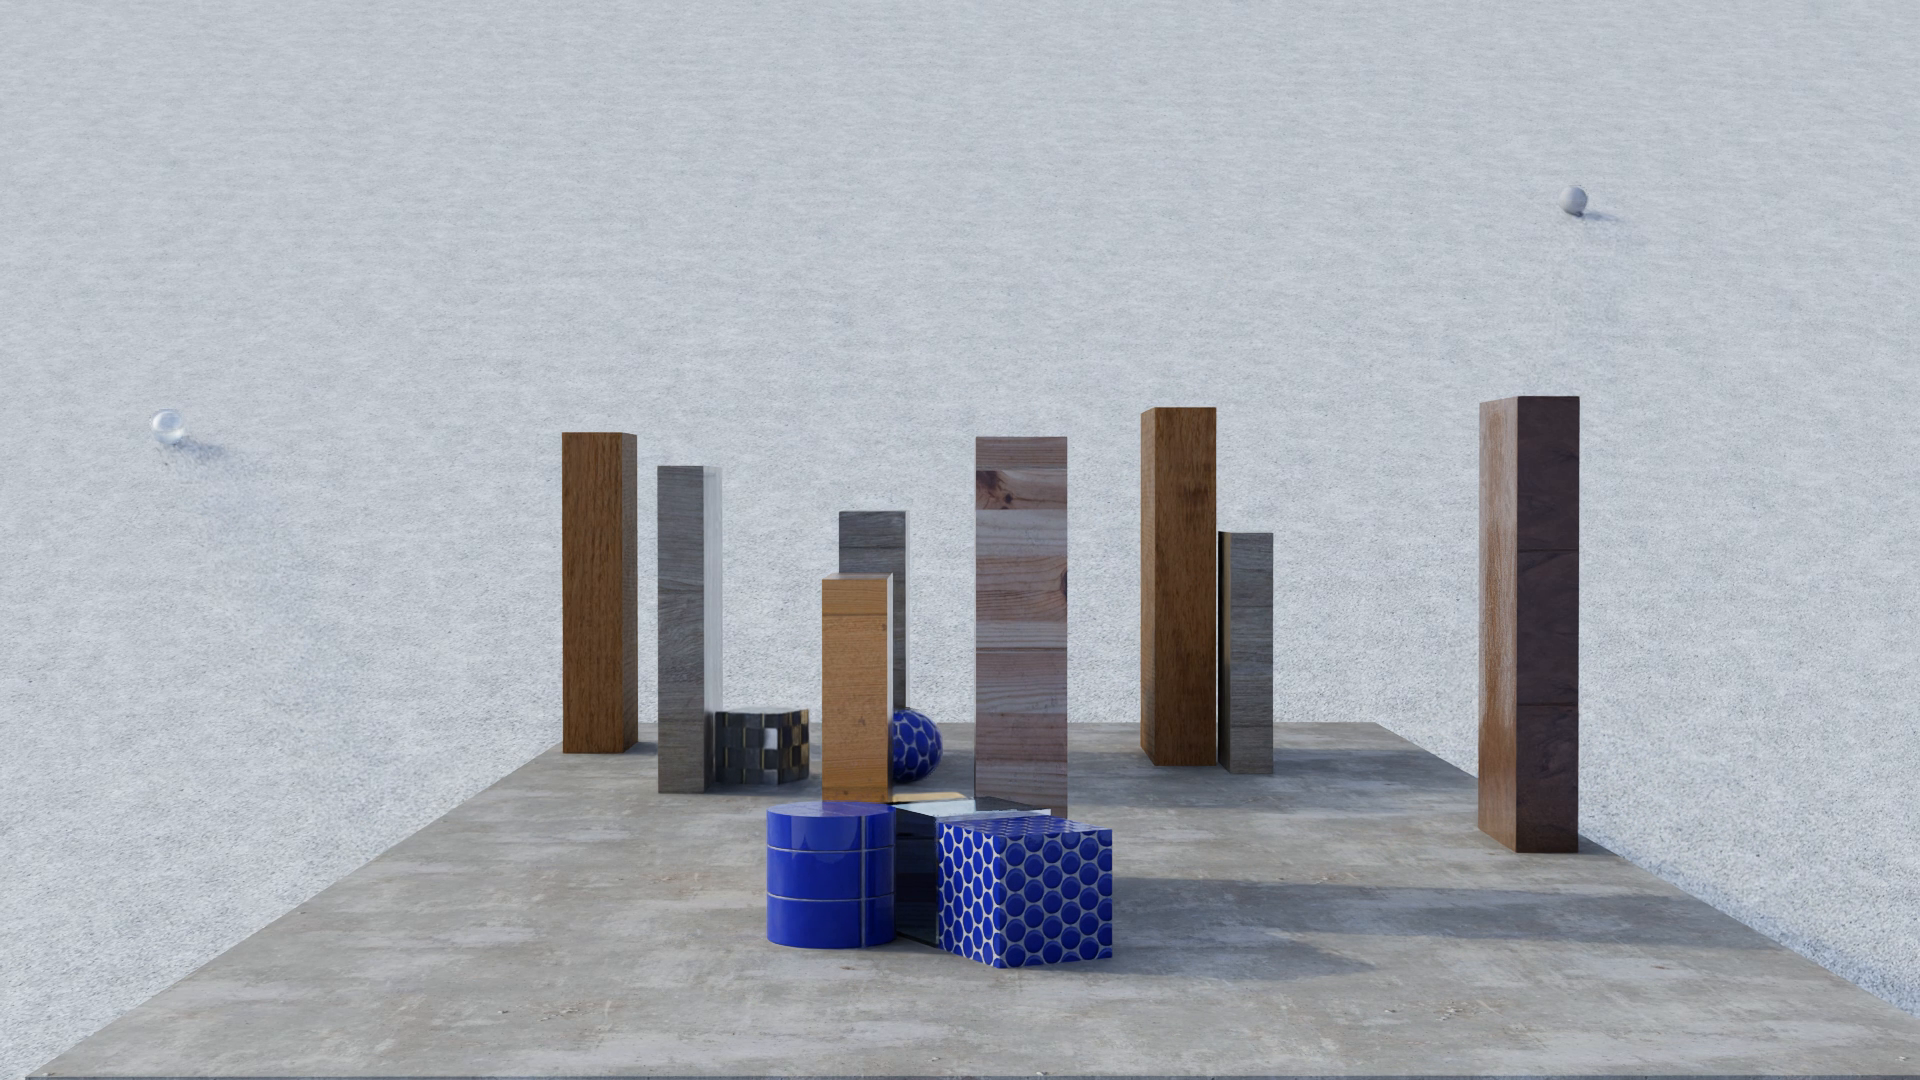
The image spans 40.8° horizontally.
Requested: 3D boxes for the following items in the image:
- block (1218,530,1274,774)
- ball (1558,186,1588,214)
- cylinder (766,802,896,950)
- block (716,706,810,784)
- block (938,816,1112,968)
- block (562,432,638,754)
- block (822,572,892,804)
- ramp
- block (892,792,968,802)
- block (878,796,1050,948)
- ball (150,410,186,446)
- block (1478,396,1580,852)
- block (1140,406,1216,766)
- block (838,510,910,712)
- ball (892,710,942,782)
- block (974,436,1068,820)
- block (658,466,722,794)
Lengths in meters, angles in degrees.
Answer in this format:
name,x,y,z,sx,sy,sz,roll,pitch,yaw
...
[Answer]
name,x,y,z,sx,sy,sz,roll,pitch,yaw
block,0.607,0.233,5.498,0.089,0.502,0.261,0,1,0
ball,2.423,-1.343,10.207,0.111,0.111,0.111,0,27,0
cylinder,-0.169,0.438,3.390,0.170,0.170,0.170,0,1,0
block,-0.403,0.418,5.271,0.142,0.142,0.142,0,1,23
block,0.082,0.444,3.279,0.162,0.162,0.162,-1,1,-28
block,-0.826,0.116,5.939,0.135,0.722,0.279,0,1,0
block,-0.151,0.284,3.853,0.094,0.461,0.313,0,1,0
ramp,0.061,0.551,4.588,2.000,0.100,4.000,0,1,0
block,-0.044,0.457,4.039,0.109,0.109,0.109,0,1,-17
block,0.005,0.437,3.425,0.169,0.169,0.169,-1,1,-28
ball,-2.539,-0.359,8.280,0.109,0.109,0.109,0,27,0
block,0.953,0.135,4.337,0.101,0.741,0.305,0,1,0
block,0.483,0.096,5.742,0.132,0.769,0.431,0,1,0
block,-0.180,0.211,5.518,0.137,0.547,0.440,0,1,0
ball,-0.109,0.417,5.229,0.146,0.146,0.146,0,27,0
block,0.084,0.186,3.738,0.125,0.662,0.407,0,1,0
block,-0.544,0.171,5.227,0.090,0.638,0.408,0,1,0
